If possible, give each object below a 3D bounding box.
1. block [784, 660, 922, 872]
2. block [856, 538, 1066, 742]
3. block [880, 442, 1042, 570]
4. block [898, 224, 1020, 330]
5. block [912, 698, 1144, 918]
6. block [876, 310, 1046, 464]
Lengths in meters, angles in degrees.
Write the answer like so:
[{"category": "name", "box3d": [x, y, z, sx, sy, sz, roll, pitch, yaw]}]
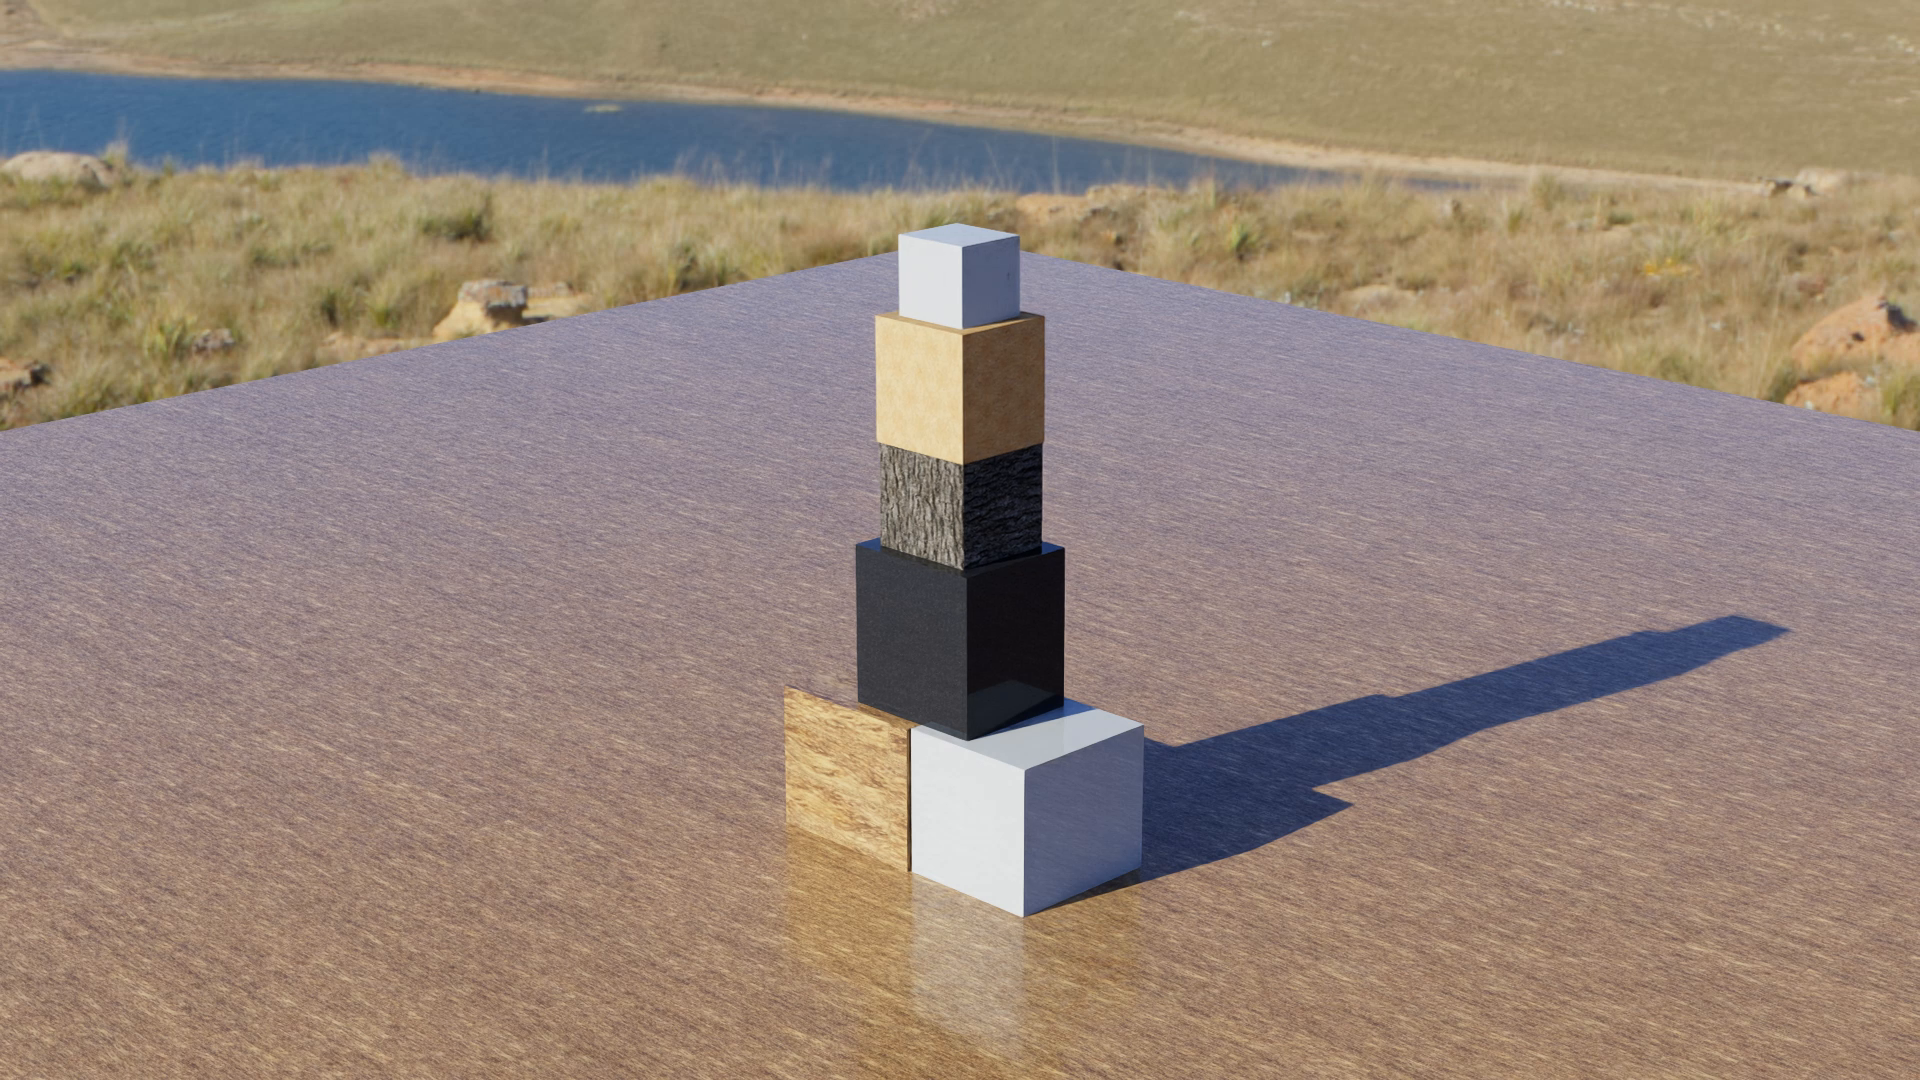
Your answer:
[{"category": "block", "box3d": [-0.266, 1.024, 13.918, 0.766, 0.700, 0.832, -17, 24, -42]}, {"category": "block", "box3d": [0.001, 0.393, 13.469, 0.634, 0.767, 0.717, -17, 24, -42]}, {"category": "block", "box3d": [0.004, -0.209, 13.288, 0.504, 0.490, 0.536, -17, 24, -42]}, {"category": "block", "box3d": [-0.003, -1.172, 12.986, 0.393, 0.366, 0.362, 16, 24, 43]}, {"category": "block", "box3d": [0.308, 1.182, 13.412, 0.788, 0.703, 0.710, -17, 24, -42]}, {"category": "block", "box3d": [0.002, -0.720, 13.129, 0.521, 0.582, 0.548, -17, 24, -42]}]
